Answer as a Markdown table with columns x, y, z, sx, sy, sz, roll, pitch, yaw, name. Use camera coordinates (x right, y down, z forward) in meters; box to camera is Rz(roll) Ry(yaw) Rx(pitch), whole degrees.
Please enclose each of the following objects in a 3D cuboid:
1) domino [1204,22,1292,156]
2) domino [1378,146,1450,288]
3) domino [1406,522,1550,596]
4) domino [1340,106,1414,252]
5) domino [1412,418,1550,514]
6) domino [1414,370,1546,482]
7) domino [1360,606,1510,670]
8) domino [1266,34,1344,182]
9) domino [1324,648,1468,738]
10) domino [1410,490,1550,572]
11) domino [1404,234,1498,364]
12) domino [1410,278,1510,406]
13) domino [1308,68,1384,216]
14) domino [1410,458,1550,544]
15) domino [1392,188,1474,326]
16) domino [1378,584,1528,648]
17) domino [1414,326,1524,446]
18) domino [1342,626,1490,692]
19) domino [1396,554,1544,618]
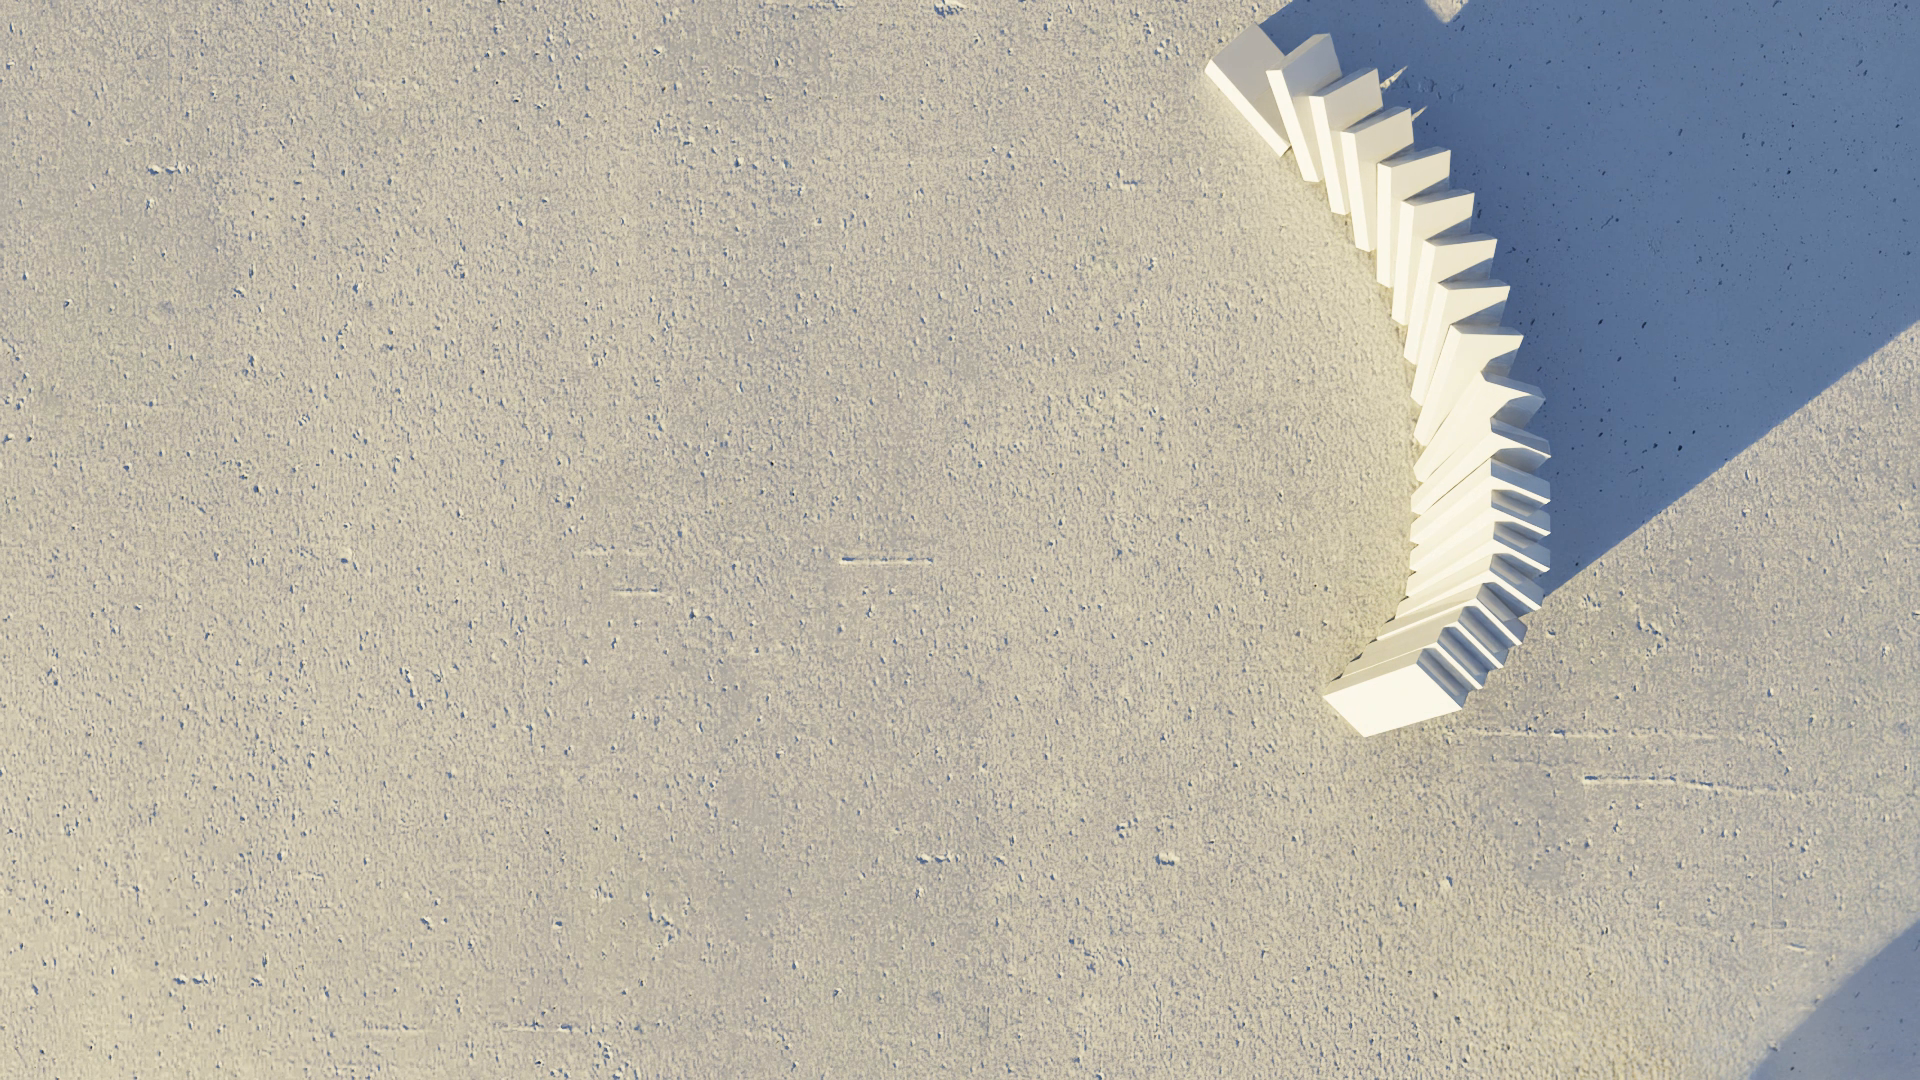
| x | y | z | sx | sy | sz | roll | pitch | yaw | name |
| --- | --- | --- | --- | --- | --- | --- | --- | --- | --- |
| 0.133 | -0.194 | 0.395 | 0.025 | 0.009 | 0.050 | -42 | 90 | 0 | domino |
| 0.189 | -0.134 | 0.382 | 0.025 | 0.010 | 0.050 | -17 | 123 | 0 | domino |
| 0.211 | 0.014 | 0.376 | 0.025 | 0.050 | 0.009 | 27 | 57 | -1 | domino |
| 0.176 | -0.150 | 0.383 | 0.025 | 0.010 | 0.050 | -24 | 121 | 0 | domino |
| 0.213 | -0.026 | 0.378 | 0.025 | 0.050 | 0.010 | 22 | 51 | 0 | domino |
| 0.214 | -0.044 | 0.380 | 0.025 | 0.009 | 0.050 | 16 | 130 | 0 | domino |
| 0.194 | 0.047 | 0.377 | 0.025 | 0.050 | 0.009 | 44 | 56 | 0 | domino |
| 0.149 | -0.180 | 0.383 | 0.025 | 0.009 | 0.050 | -37 | 122 | -1 | domino |
| 0.178 | 0.064 | 0.377 | 0.025 | 0.050 | 0.009 | 44 | 56 | 0 | domino |
| 0.212 | 0.001 | 0.376 | 0.025 | 0.050 | 0.010 | 23 | 57 | 0 | domino |
| 0.204 | -0.100 | 0.382 | 0.025 | 0.010 | 0.050 | -7 | 123 | 0 | domino |
| 0.208 | -0.082 | 0.383 | 0.025 | 0.009 | 0.050 | -4 | 123 | 0 | domino |
| 0.164 | -0.166 | 0.383 | 0.025 | 0.009 | 0.050 | -28 | 121 | -1 | domino |
| 0.212 | -0.011 | 0.376 | 0.025 | 0.050 | 0.009 | 22 | 57 | 0 | domino |
| 0.197 | -0.118 | 0.382 | 0.025 | 0.009 | 0.050 | -13 | 123 | 0 | domino |
| 0.201 | 0.038 | 0.377 | 0.025 | 0.050 | 0.009 | 44 | 56 | 0 | domino |
| 0.211 | -0.064 | 0.382 | 0.025 | 0.009 | 0.050 | 2 | 124 | 0 | domino |
| 0.186 | 0.055 | 0.377 | 0.025 | 0.050 | 0.010 | 44 | 56 | 0 | domino |
| 0.208 | 0.027 | 0.376 | 0.025 | 0.050 | 0.010 | 35 | 57 | -1 | domino |
